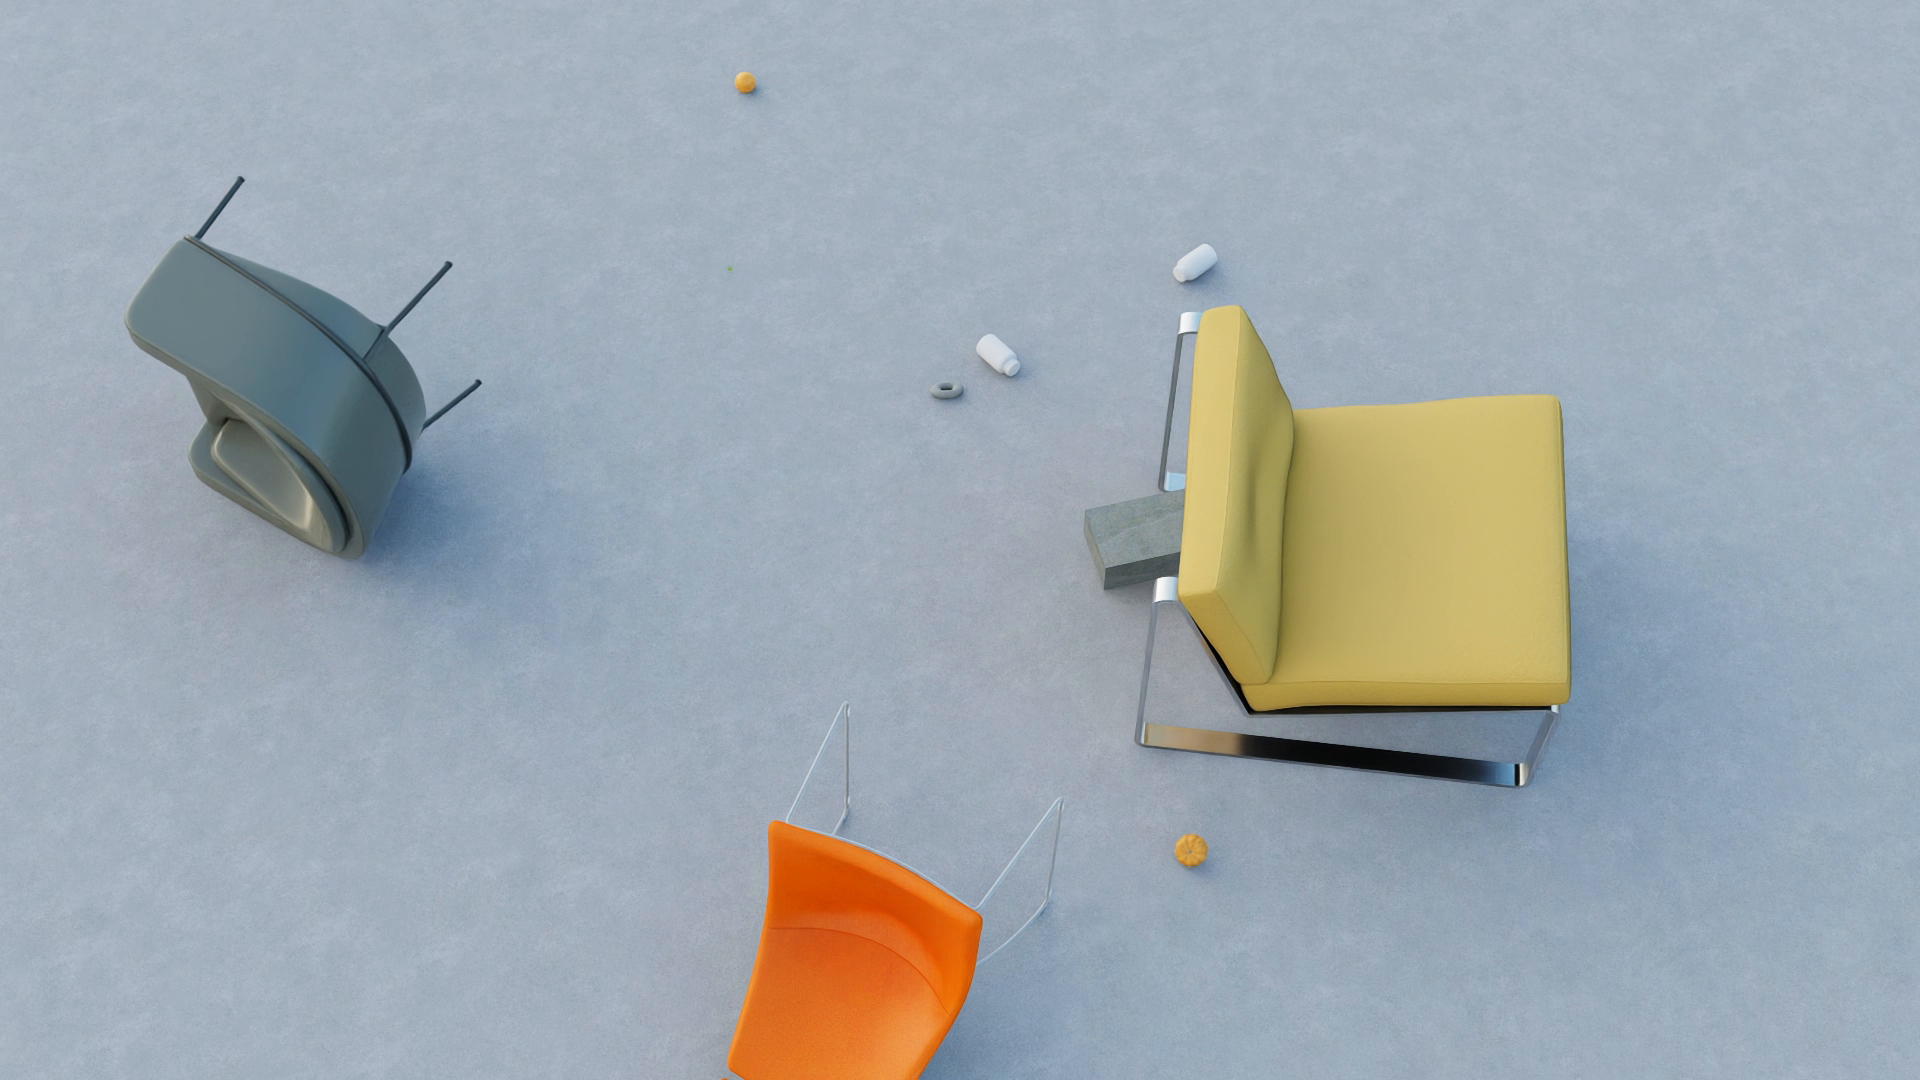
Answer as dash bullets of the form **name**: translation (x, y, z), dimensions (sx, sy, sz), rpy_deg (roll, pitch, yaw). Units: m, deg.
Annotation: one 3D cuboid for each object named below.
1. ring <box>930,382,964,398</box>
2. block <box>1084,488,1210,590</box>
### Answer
- **ring**: translation (-0.041, -0.468, 6.868), dimensions (0.107, 0.034, 0.057), rpy_deg (-6, 55, -5)
- **block**: translation (0.549, -0.003, 6.503), dimensions (0.315, 0.121, 0.212), rpy_deg (-12, 57, -8)
